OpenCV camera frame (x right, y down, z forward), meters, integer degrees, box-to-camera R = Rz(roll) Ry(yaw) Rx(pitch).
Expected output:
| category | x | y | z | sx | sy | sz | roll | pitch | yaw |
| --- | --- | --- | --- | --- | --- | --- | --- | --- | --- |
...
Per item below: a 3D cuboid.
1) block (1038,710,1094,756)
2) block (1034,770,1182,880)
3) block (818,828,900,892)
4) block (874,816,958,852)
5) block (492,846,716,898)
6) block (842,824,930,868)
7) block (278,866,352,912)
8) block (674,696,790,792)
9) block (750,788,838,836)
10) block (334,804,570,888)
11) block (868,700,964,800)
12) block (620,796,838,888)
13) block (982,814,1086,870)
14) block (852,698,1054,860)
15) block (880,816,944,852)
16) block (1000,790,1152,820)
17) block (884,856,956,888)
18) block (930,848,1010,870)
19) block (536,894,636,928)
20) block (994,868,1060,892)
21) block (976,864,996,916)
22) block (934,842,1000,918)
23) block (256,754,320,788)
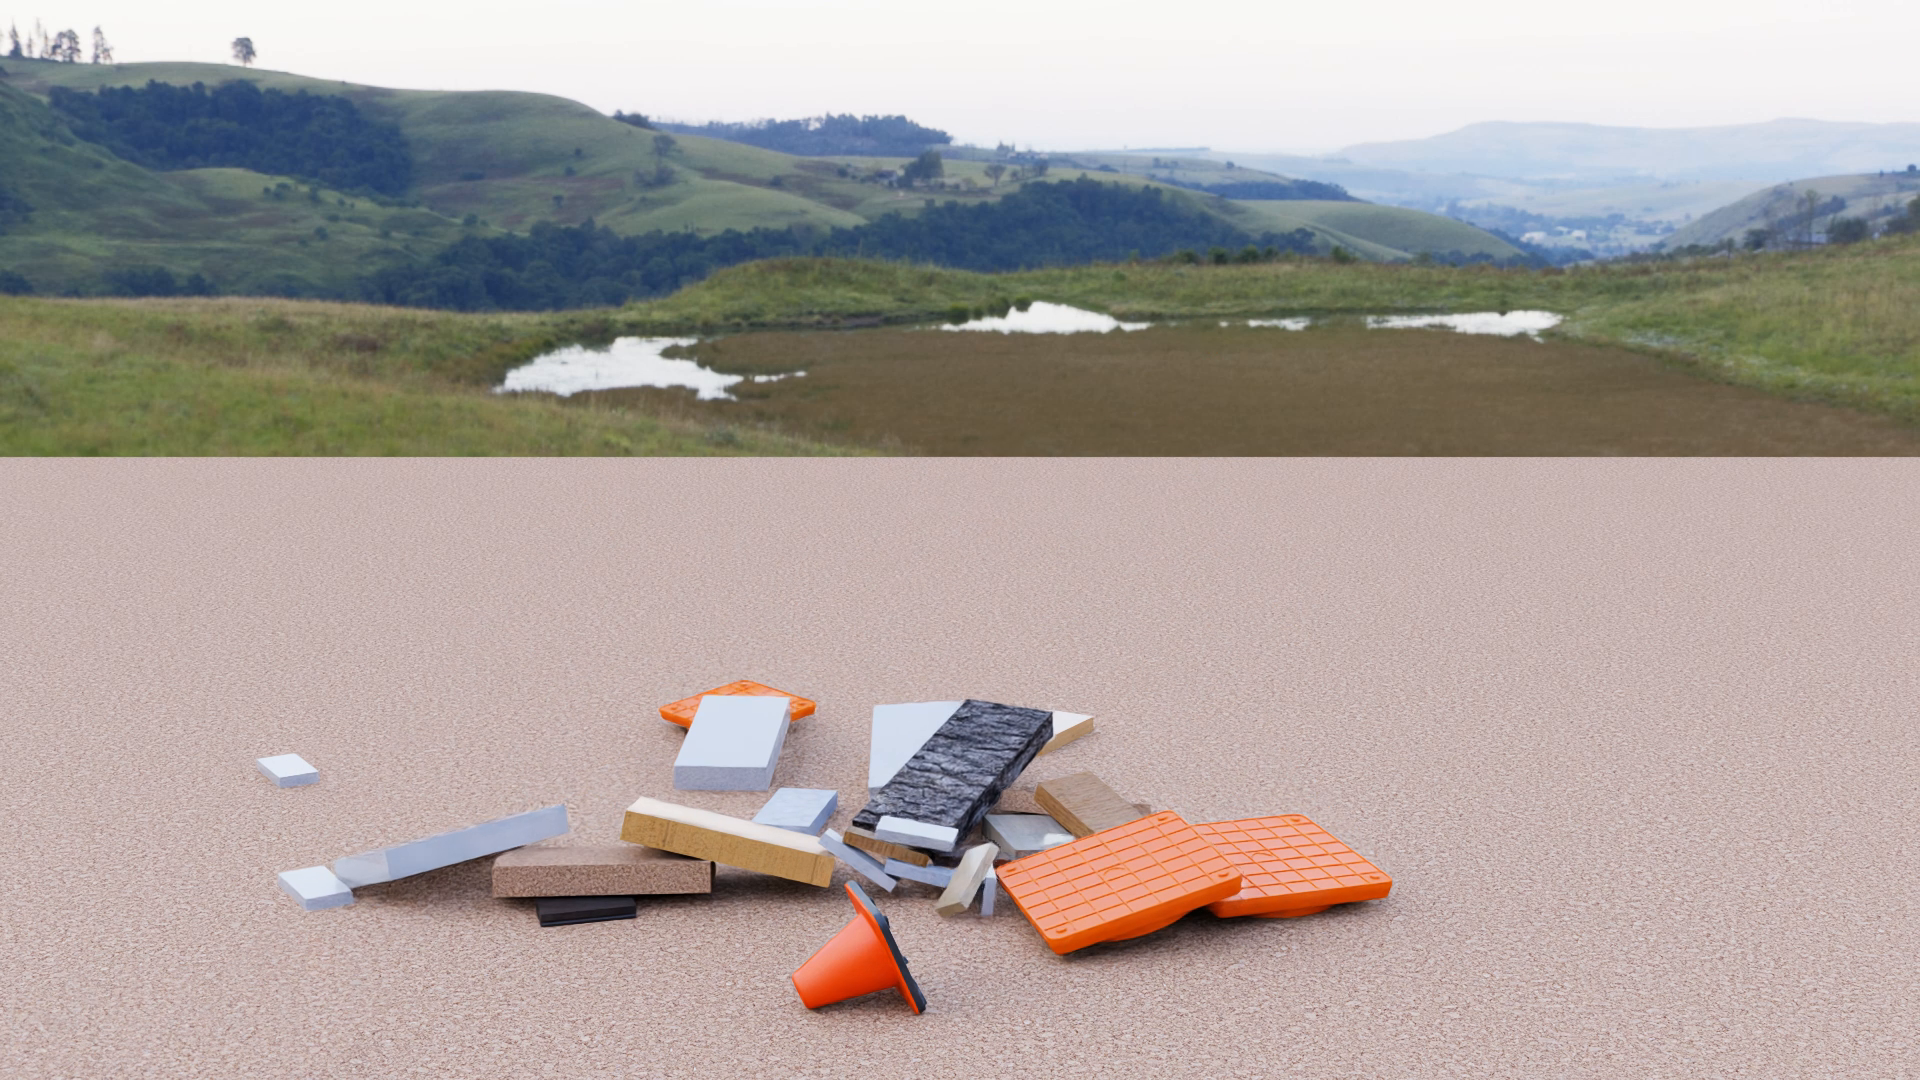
| category | x | y | z | sx | sy | sz | roll | pitch | yaw |
| --- | --- | --- | --- | --- | --- | --- | --- | --- | --- |
| block | 0.178 | 0.401 | 4.599 | 0.110 | 0.031 | 0.221 | 6 | 12 | 31 |
| block | 0.256 | 0.496 | 3.845 | 0.125 | 0.035 | 0.249 | -9 | 34 | -39 |
| block | -0.167 | 0.534 | 3.669 | 0.146 | 0.021 | 0.073 | 34 | 1 | 4 |
| block | -0.072 | 0.493 | 3.684 | 0.130 | 0.018 | 0.065 | 9 | 12 | 6 |
| block | -0.589 | 0.551 | 3.669 | 0.352 | 0.050 | 0.176 | -1 | 2 | -3 |
| block | -0.123 | 0.514 | 3.691 | 0.146 | 0.021 | 0.073 | 17 | 0 | 1 |
| block | -1.075 | 0.580 | 3.664 | 0.076 | 0.022 | 0.152 | -7 | 13 | -33 |
| block | -0.452 | 0.404 | 4.404 | 0.180 | 0.051 | 0.359 | 1 | 18 | 3 |
| block | -0.304 | 0.505 | 4.042 | 0.110 | 0.031 | 0.220 | 2 | 11 | 10 |
| block | -0.863 | 0.522 | 3.748 | 0.352 | 0.050 | 0.176 | -11 | -4 | -45 |
| block | -0.081 | 0.415 | 4.269 | 0.180 | 0.051 | 0.359 | -3 | 21 | 1 |
| block | -0.382 | 0.506 | 3.695 | 0.352 | 0.050 | 0.176 | 13 | 1 | 0 |
| block | 0.127 | 0.528 | 3.845 | 0.125 | 0.035 | 0.249 | 2 | 7 | -13 |
| block | -0.005 | 0.435 | 4.062 | 0.180 | 0.051 | 0.497 | 7 | 25 | 24 |
| block | -0.077 | 0.503 | 3.767 | 0.065 | 0.018 | 0.130 | 11 | 5 | -34 |
| block | 0.213 | 0.489 | 4.020 | 0.249 | 0.035 | 0.125 | 4 | -6 | 19 |
| block | -0.052 | 0.557 | 3.667 | 0.146 | 0.021 | 0.073 | 14 | 0 | 0 |
| block | 0.018 | 0.541 | 3.732 | 0.129 | 0.018 | 0.064 | 4 | 4 | -5 |
| block | -0.607 | 0.598 | 3.566 | 0.152 | 0.022 | 0.076 | -3 | 11 | -16 |
| block | 0.100 | 0.568 | 3.736 | 0.129 | 0.018 | 0.064 | 8 | 13 | 35 |
| block | 0.041 | 0.565 | 3.620 | 0.018 | 0.064 | 0.129 | 6 | 10 | -6 |
| block | 0.011 | 0.552 | 3.574 | 0.065 | 0.018 | 0.131 | -27 | 23 | 46 |
| block | -1.327 | 0.455 | 4.338 | 0.076 | 0.022 | 0.152 | -7 | 13 | -33 |
